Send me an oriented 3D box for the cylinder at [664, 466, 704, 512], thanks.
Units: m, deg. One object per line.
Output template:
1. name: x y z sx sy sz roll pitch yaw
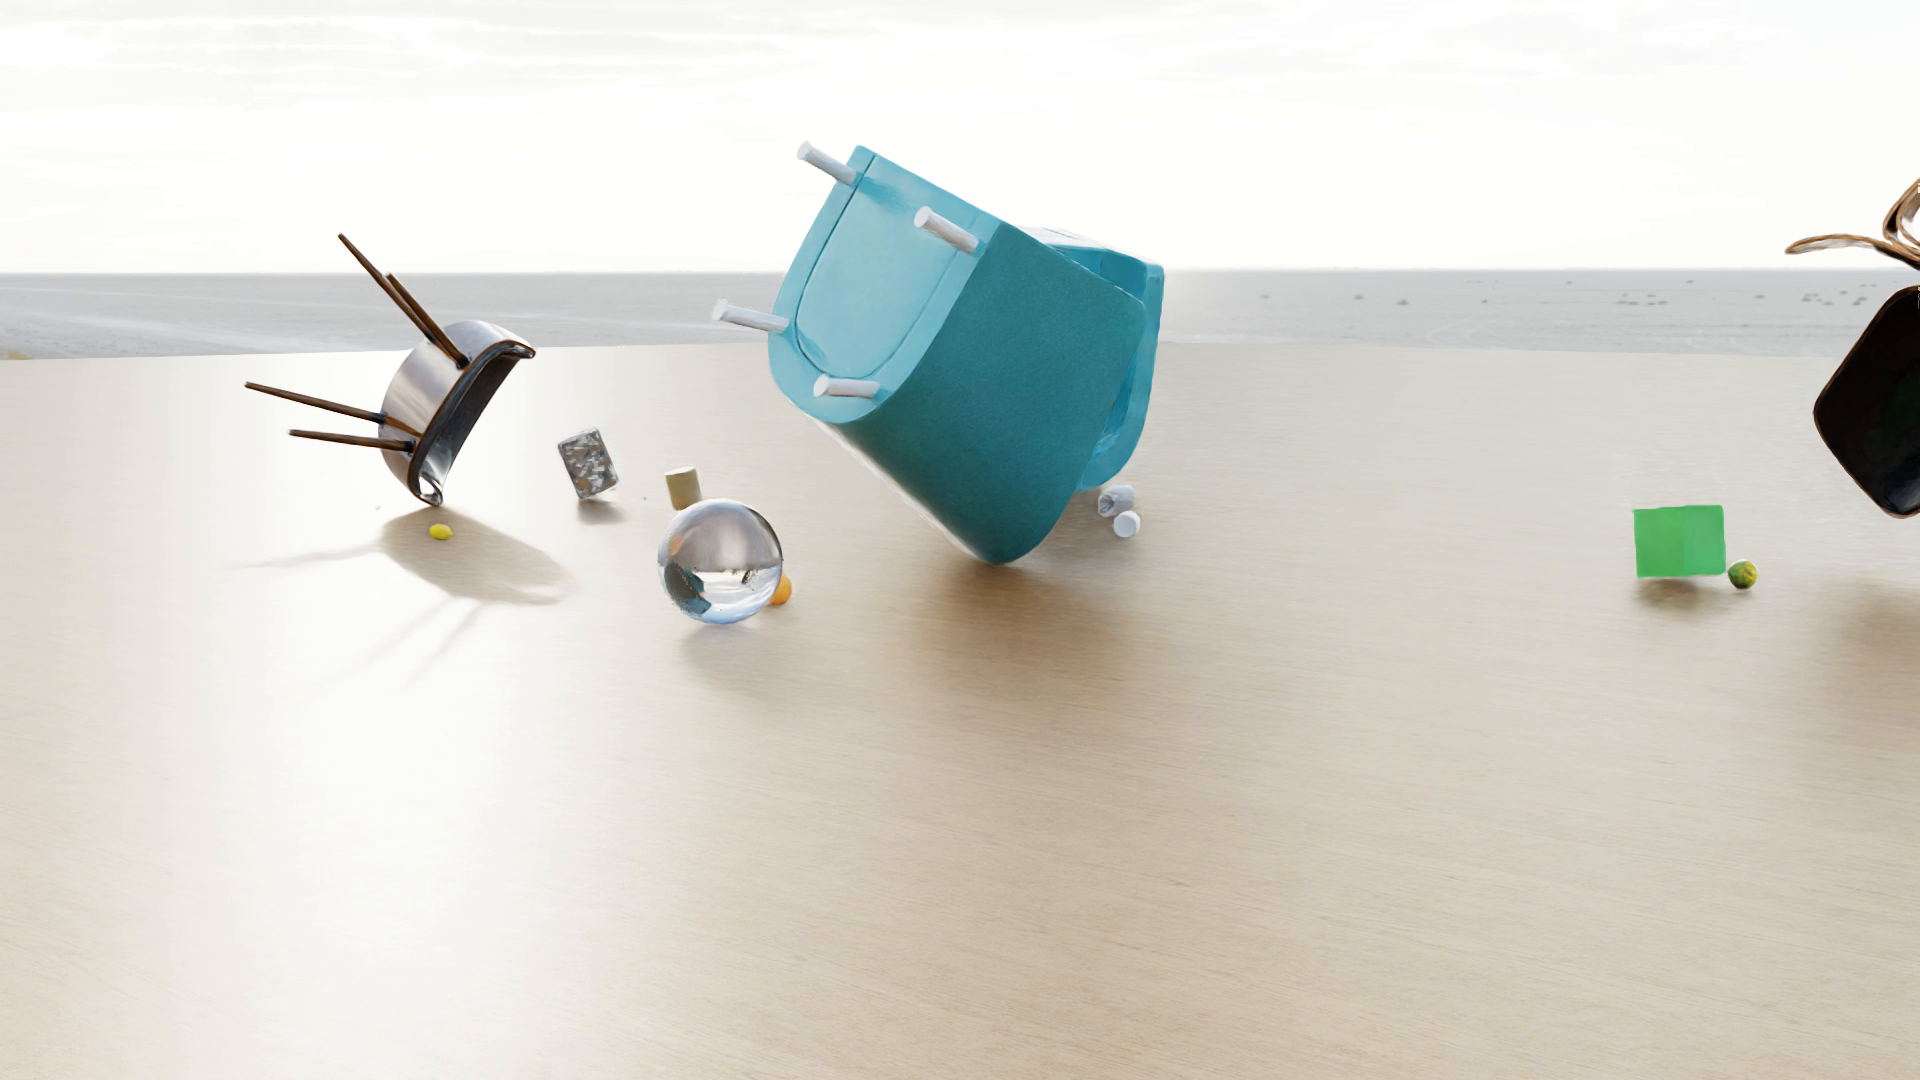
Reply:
1. cylinder: -0.768 -0.143 7.162 0.096 0.107 0.083 -4 14 38

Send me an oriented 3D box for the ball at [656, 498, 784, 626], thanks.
1. ball: -0.453 0.042 4.843 0.239 0.239 0.239 0 6 0

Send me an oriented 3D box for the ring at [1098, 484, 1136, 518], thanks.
1. ring: 0.425 -0.104 6.959 0.074 0.083 0.121 -15 -18 -33

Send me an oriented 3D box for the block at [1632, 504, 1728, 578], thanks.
1. block: 1.544 0.003 5.507 0.112 0.148 0.156 -3 -1 -24

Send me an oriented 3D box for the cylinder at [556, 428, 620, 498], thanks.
1. cylinder: -1.103 -0.229 7.611 0.134 0.172 0.113 -26 14 -18
